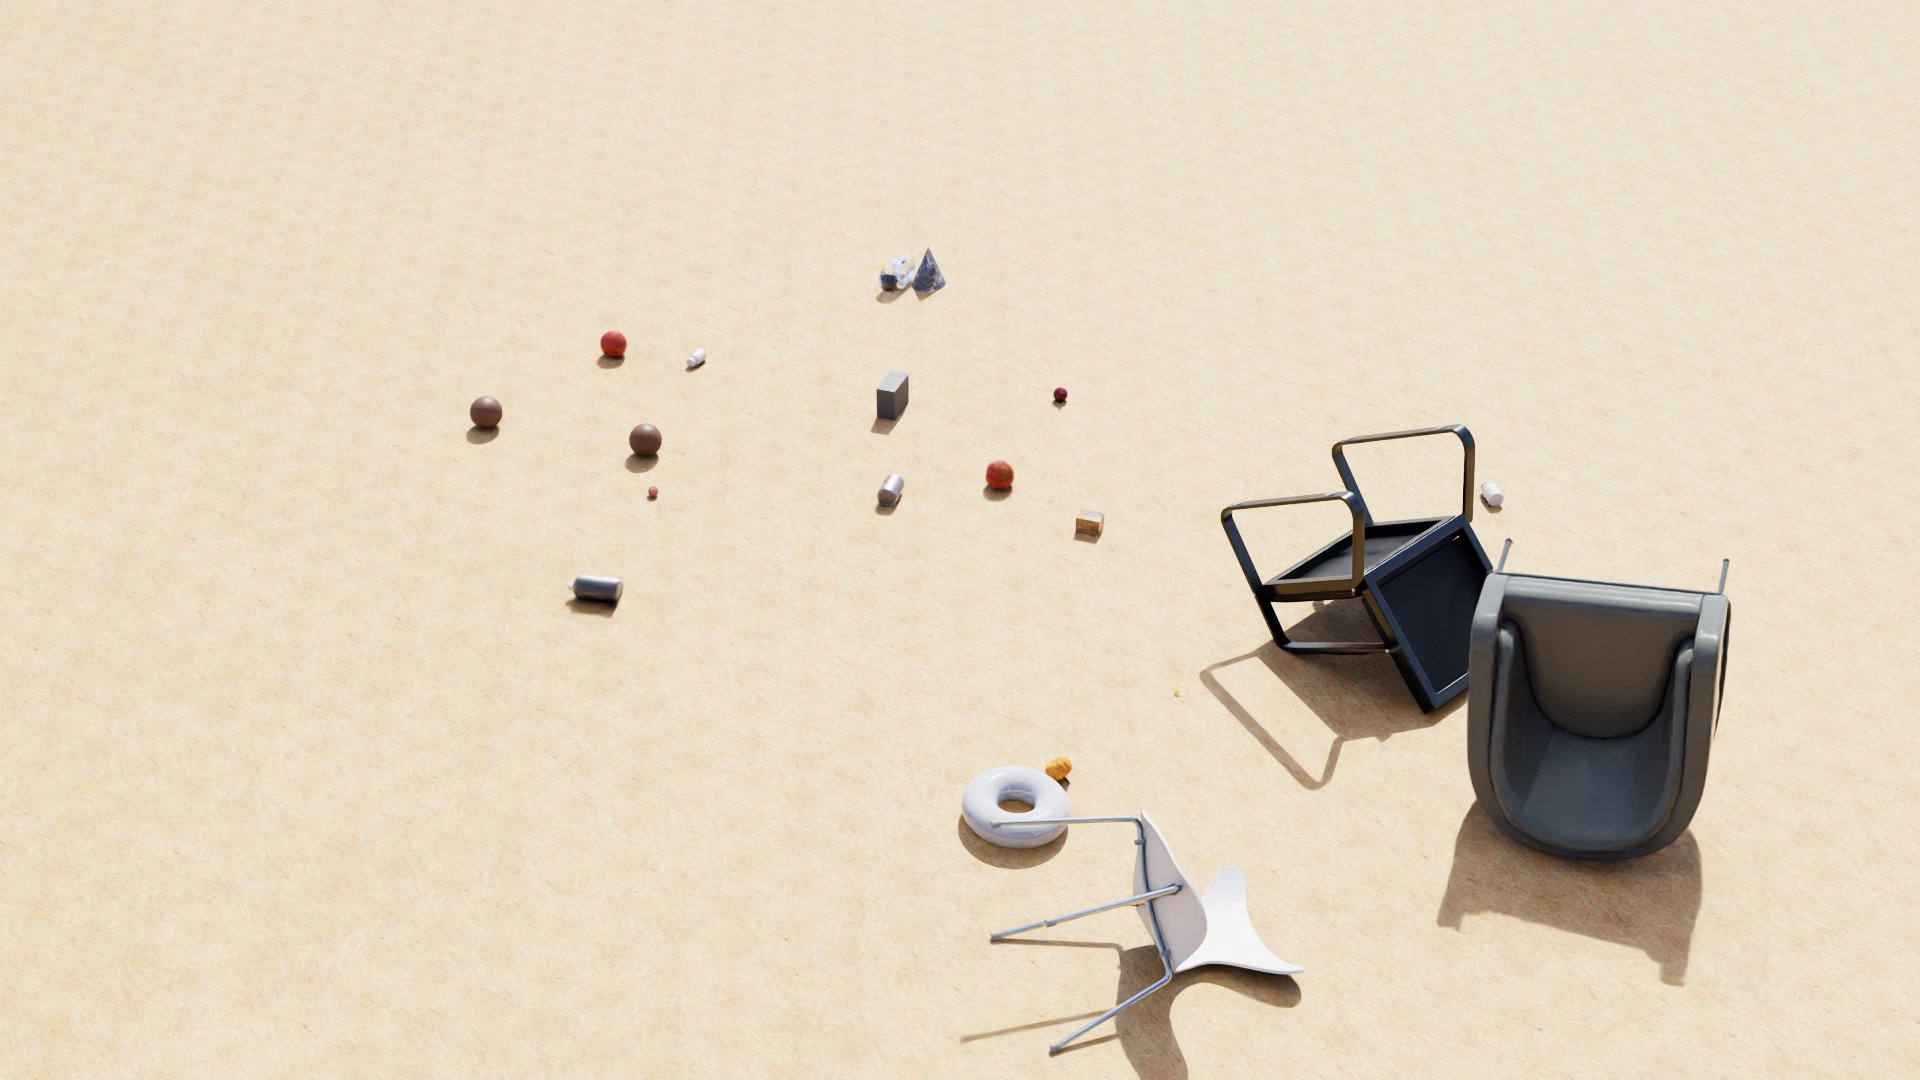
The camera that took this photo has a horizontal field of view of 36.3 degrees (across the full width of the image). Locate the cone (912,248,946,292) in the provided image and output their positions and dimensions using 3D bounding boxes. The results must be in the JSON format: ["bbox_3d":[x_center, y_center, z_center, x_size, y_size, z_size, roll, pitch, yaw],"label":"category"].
[{"bbox_3d":[-0.135,-1.178,12.564,0.157,0.185,0.133,-22,39,-30],"label":"cone"}]

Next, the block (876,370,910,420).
[{"bbox_3d":[-0.269,-0.577,11.700,0.078,0.131,0.154,12,35,17],"label":"block"}]

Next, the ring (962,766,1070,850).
[{"bbox_3d":[0.182,0.868,9.532,0.353,0.106,0.387,-11,34,-18],"label":"ring"}]

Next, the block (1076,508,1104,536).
[{"bbox_3d":[0.486,-0.065,10.986,0.092,0.063,0.064,11,35,16],"label":"block"}]

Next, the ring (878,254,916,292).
[{"bbox_3d":[-0.269,-1.145,12.574,0.085,0.123,0.240,4,37,32],"label":"ring"}]
